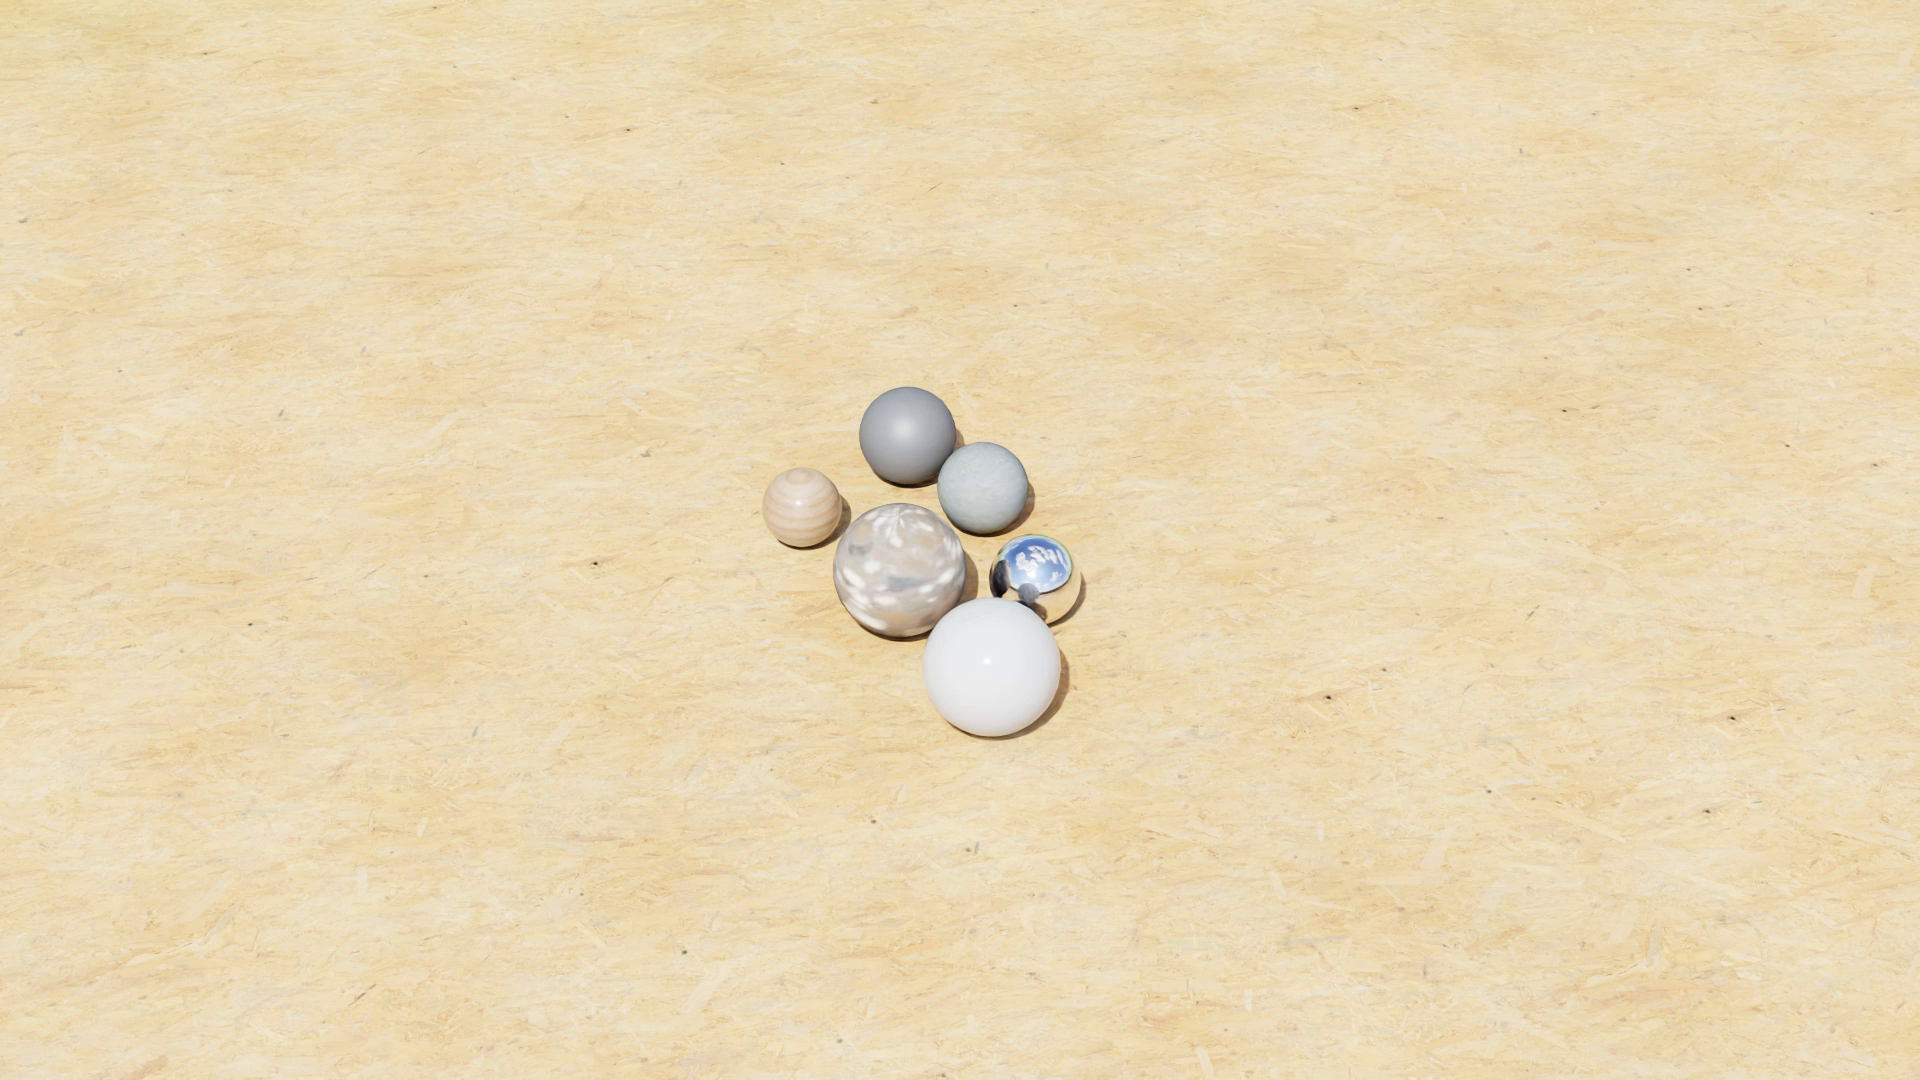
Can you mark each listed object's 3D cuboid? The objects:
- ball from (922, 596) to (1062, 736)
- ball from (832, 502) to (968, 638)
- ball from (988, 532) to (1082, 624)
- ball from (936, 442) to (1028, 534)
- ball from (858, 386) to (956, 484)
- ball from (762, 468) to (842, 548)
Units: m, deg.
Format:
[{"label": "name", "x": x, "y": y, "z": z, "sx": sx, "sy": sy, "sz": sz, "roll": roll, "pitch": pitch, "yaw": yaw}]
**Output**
[{"label": "ball", "x": 0.017, "y": 0.069, "z": 1.406, "sx": 0.076, "sy": 0.076, "sz": 0.076, "roll": 0, "pitch": 37, "yaw": 0}, {"label": "ball", "x": -0.035, "y": 0.017, "z": 1.475, "sx": 0.077, "sy": 0.077, "sz": 0.077, "roll": 0, "pitch": 37, "yaw": 0}, {"label": "ball", "x": 0.043, "y": 0.023, "z": 1.487, "sx": 0.054, "sy": 0.054, "sz": 0.054, "roll": 0, "pitch": 37, "yaw": 0}, {"label": "ball", "x": 0.014, "y": -0.032, "z": 1.558, "sx": 0.056, "sy": 0.056, "sz": 0.056, "roll": 0, "pitch": 37, "yaw": 0}, {"label": "ball", "x": -0.033, "y": -0.065, "z": 1.598, "sx": 0.061, "sy": 0.061, "sz": 0.061, "roll": 0, "pitch": 37, "yaw": 0}, {"label": "ball", "x": -0.095, "y": -0.020, "z": 1.548, "sx": 0.048, "sy": 0.048, "sz": 0.048, "roll": 0, "pitch": 37, "yaw": 0}]
